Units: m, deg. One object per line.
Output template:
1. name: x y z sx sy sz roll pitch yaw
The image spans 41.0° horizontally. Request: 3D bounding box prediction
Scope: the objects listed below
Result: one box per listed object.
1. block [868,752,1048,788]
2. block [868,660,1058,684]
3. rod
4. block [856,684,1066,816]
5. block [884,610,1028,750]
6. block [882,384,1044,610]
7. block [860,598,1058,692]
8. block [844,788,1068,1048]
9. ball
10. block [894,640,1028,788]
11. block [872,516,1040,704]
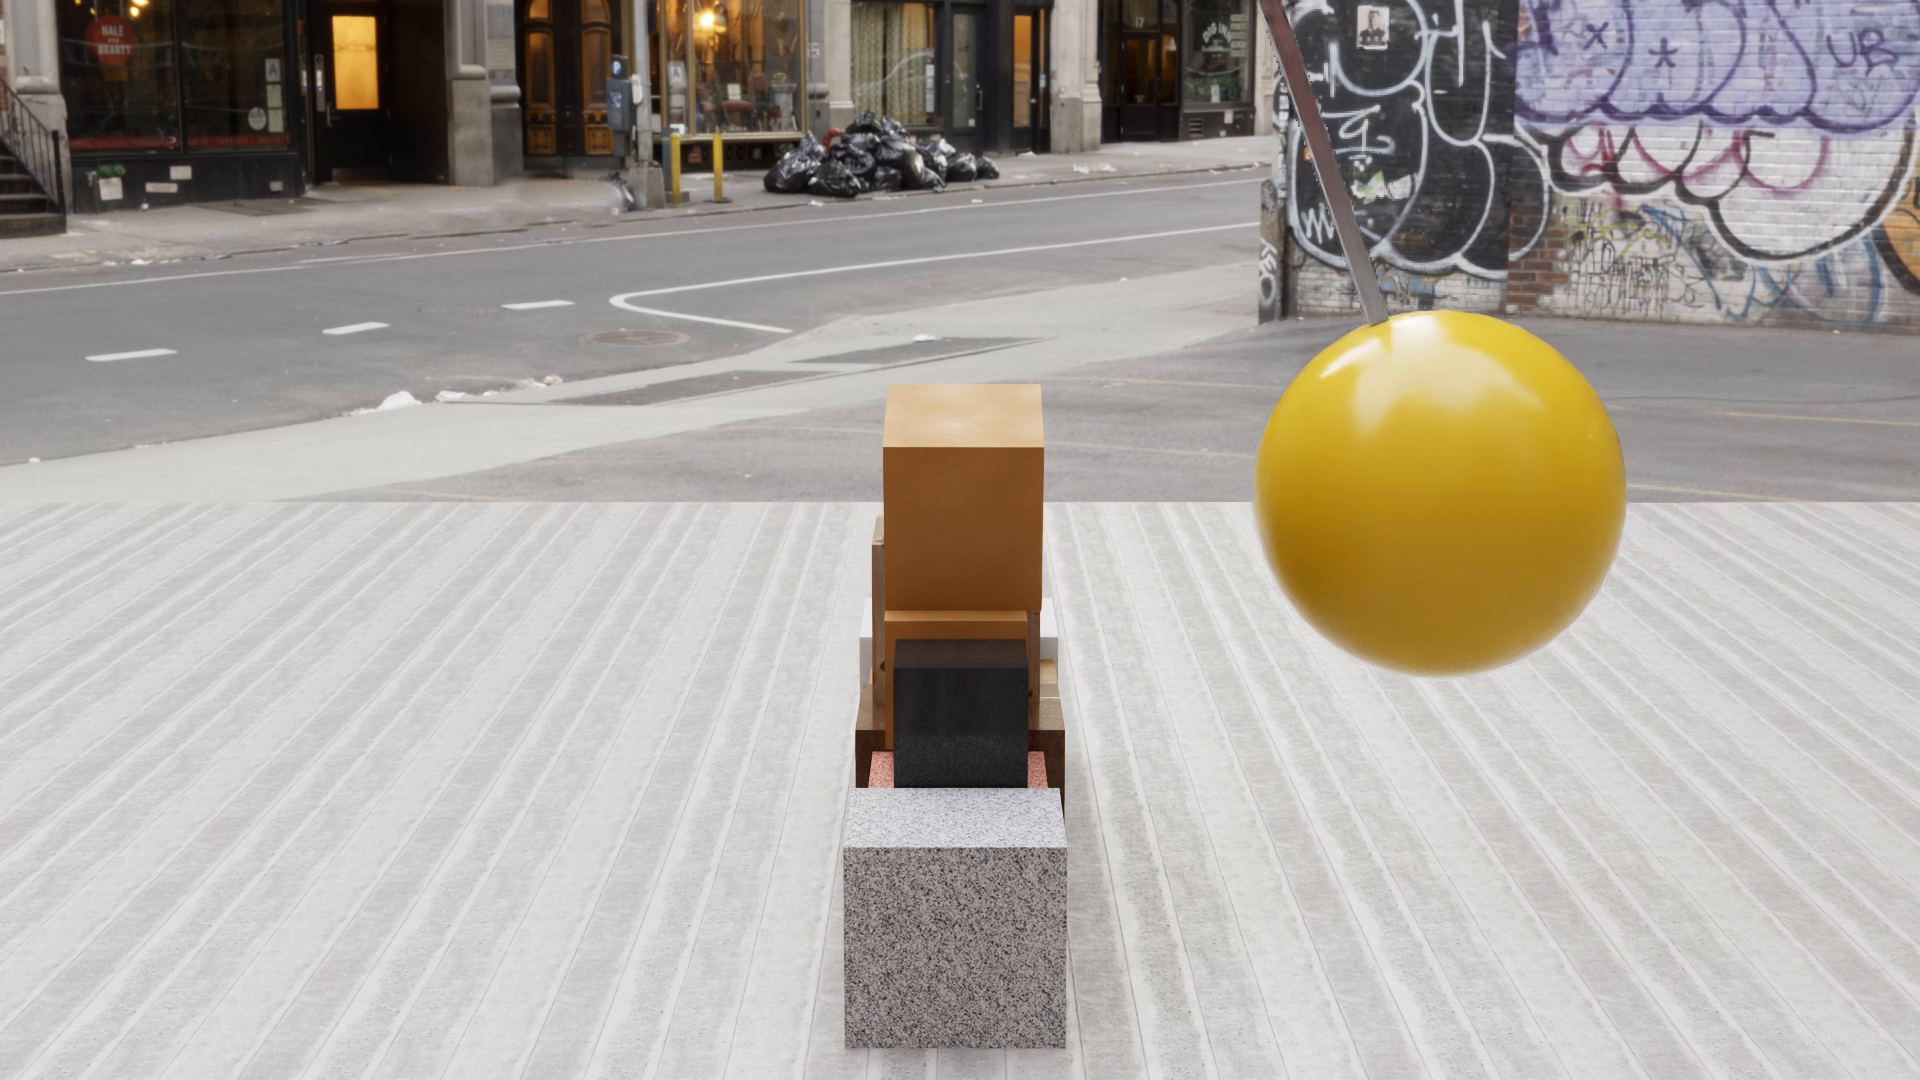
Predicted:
1. block: -0.008 1.302 10.460 0.717 0.697 0.785 0 10 0
2. block: 0.014 1.002 12.107 0.883 0.697 0.867 0 10 0
3. rod: 0.899 -3.337 10.574 0.080 5.200 0.080 -20 10 4
4. block: 0.001 1.111 11.255 0.883 0.788 0.828 0 10 0
5. block: -0.017 0.497 10.807 0.579 0.558 0.682 0 17 0
6. block: 0.016 -0.185 10.688 0.644 0.728 0.691 0 25 0
7. block: -0.006 0.784 12.999 0.968 0.806 0.945 0 10 0
8. block: -0.017 1.410 9.676 0.806 0.763 0.777 0 10 0
9. ball: 2.074 -0.199 11.144 1.600 1.600 1.600 0 10 0
10. block: 0.003 0.716 10.215 0.522 0.543 0.520 0 10 0
11. block: -0.016 0.300 11.543 0.733 0.704 0.753 0 10 0
